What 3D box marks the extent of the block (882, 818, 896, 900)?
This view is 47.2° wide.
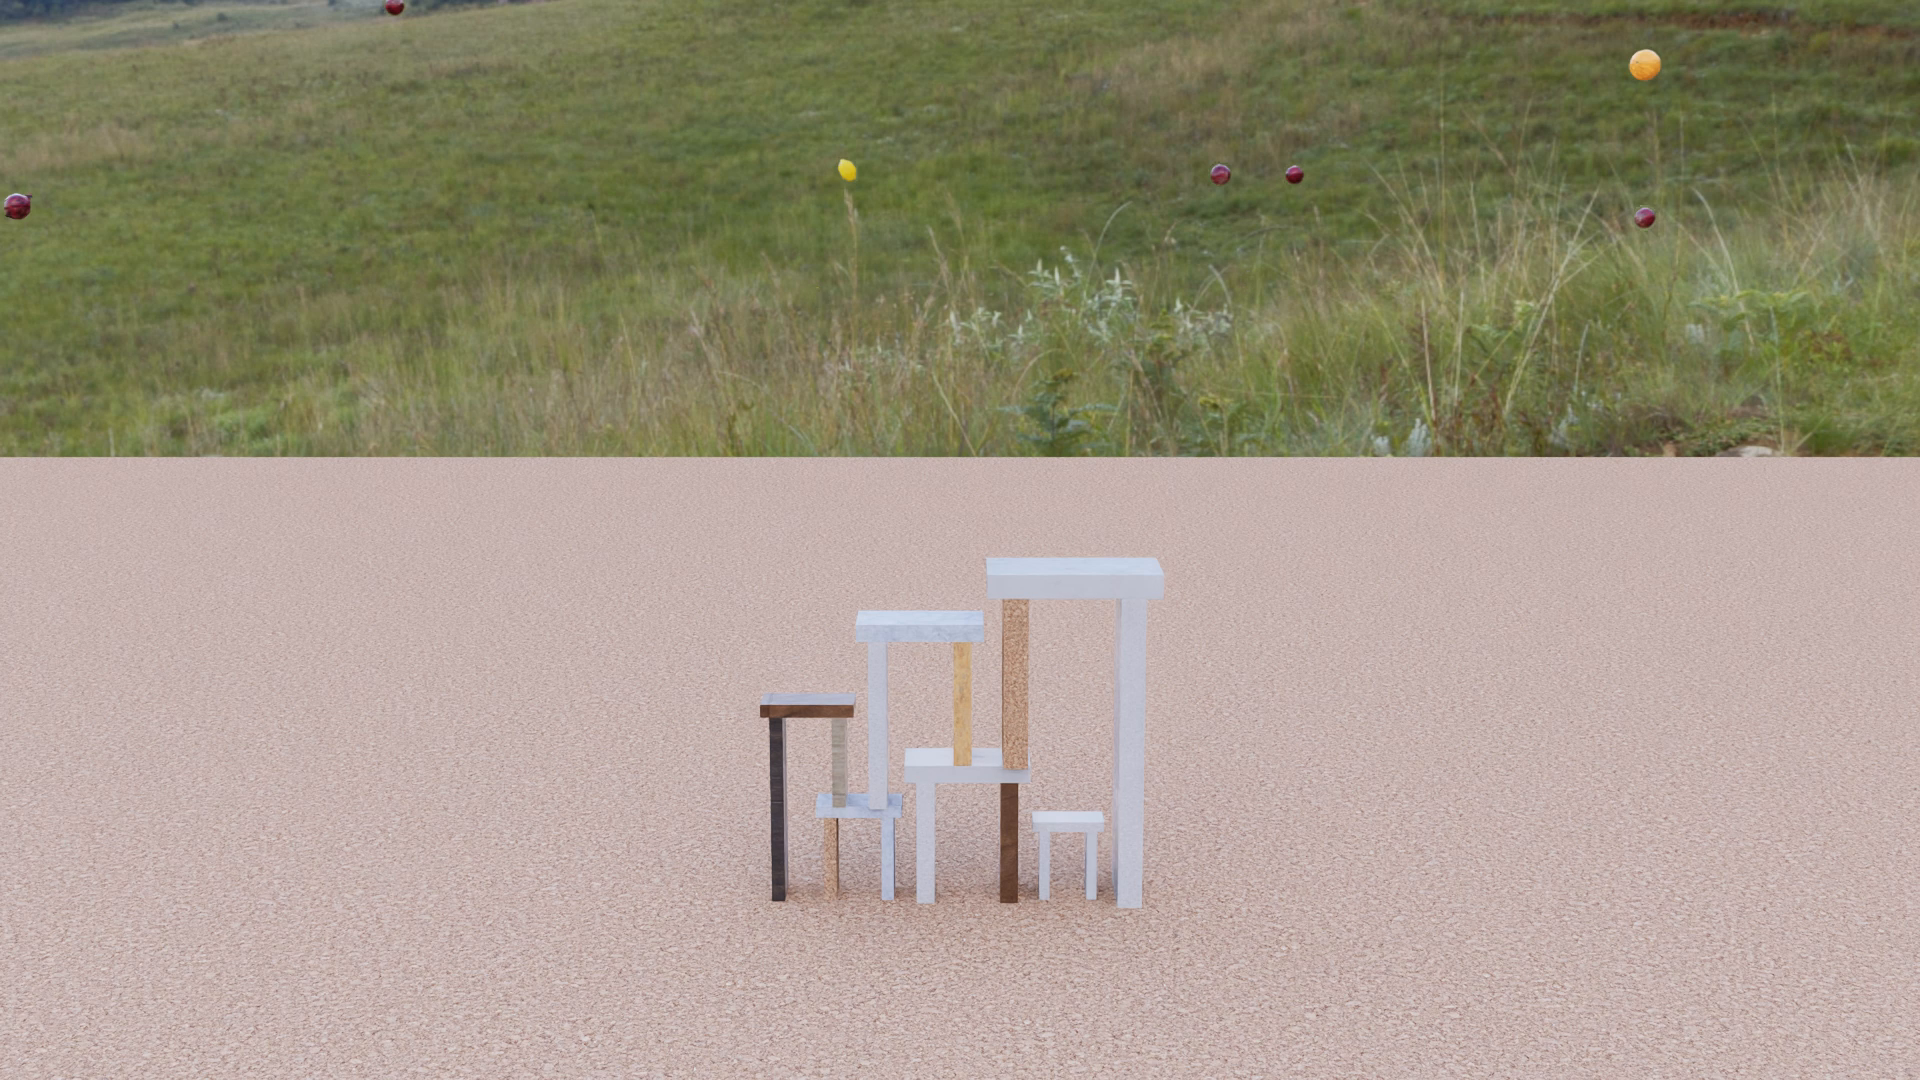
[{"bbox_3d":[-0.119,0.520,3.660,0.020,0.141,0.071,0,11,0],"label":"block"}]

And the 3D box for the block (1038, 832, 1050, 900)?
[{"bbox_3d":[0.140,0.533,3.658,0.017,0.117,0.059,0,11,0],"label":"block"}]

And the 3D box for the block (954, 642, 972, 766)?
[{"bbox_3d":[0.004,0.257,3.611,0.029,0.206,0.103,0,11,0],"label":"block"}]

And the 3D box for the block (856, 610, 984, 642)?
[{"bbox_3d":[-0.065,0.141,3.590,0.206,0.029,0.103,0,11,0],"label":"block"}]

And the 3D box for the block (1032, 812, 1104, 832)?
[{"bbox_3d":[0.179,0.467,3.646,0.117,0.017,0.059,0,11,0],"label":"block"}]

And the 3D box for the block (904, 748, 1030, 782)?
[{"bbox_3d":[0.012,0.372,3.633,0.206,0.029,0.103,0,11,0],"label":"block"}]

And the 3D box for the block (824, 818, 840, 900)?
[{"bbox_3d":[-0.214,0.520,3.660,0.020,0.141,0.071,0,11,0],"label":"block"}]

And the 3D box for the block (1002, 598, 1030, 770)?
[{"bbox_3d":[0.090,0.220,3.603,0.040,0.282,0.141,0,11,0],"label":"block"}]

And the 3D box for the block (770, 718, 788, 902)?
[{"bbox_3d":[-0.300,0.436,3.640,0.022,0.313,0.076,0,11,0],"label":"block"}]

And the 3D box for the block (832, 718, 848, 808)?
[{"bbox_3d":[-0.198,0.357,3.626,0.022,0.152,0.076,0,11,0],"label":"block"}]

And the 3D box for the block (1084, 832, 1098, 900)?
[{"bbox_3d":[0.218,0.533,3.658,0.017,0.117,0.059,0,11,0],"label":"block"}]

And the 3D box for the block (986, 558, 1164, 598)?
[{"bbox_3d":[0.184,0.062,3.573,0.282,0.040,0.141,0,11,0],"label":"block"}]

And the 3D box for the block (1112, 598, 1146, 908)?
[{"bbox_3d":[0.278,0.335,3.624,0.040,0.517,0.141,0,11,0],"label":"block"}]

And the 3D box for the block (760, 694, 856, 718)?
[{"bbox_3d":[-0.249,0.271,3.610,0.152,0.022,0.076,0,11,0],"label":"block"}]

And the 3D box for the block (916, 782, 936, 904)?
[{"bbox_3d":[-0.057,0.488,3.654,0.029,0.206,0.103,0,11,0],"label":"block"}]

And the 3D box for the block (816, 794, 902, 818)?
[{"bbox_3d":[-0.167,0.441,3.645,0.141,0.020,0.071,0,11,0],"label":"block"}]

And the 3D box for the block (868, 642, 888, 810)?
[{"bbox_3d":[-0.134,0.293,3.618,0.029,0.280,0.103,0,11,0],"label":"block"}]

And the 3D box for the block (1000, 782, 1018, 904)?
[{"bbox_3d":[0.081,0.488,3.654,0.029,0.206,0.103,0,11,0],"label":"block"}]
